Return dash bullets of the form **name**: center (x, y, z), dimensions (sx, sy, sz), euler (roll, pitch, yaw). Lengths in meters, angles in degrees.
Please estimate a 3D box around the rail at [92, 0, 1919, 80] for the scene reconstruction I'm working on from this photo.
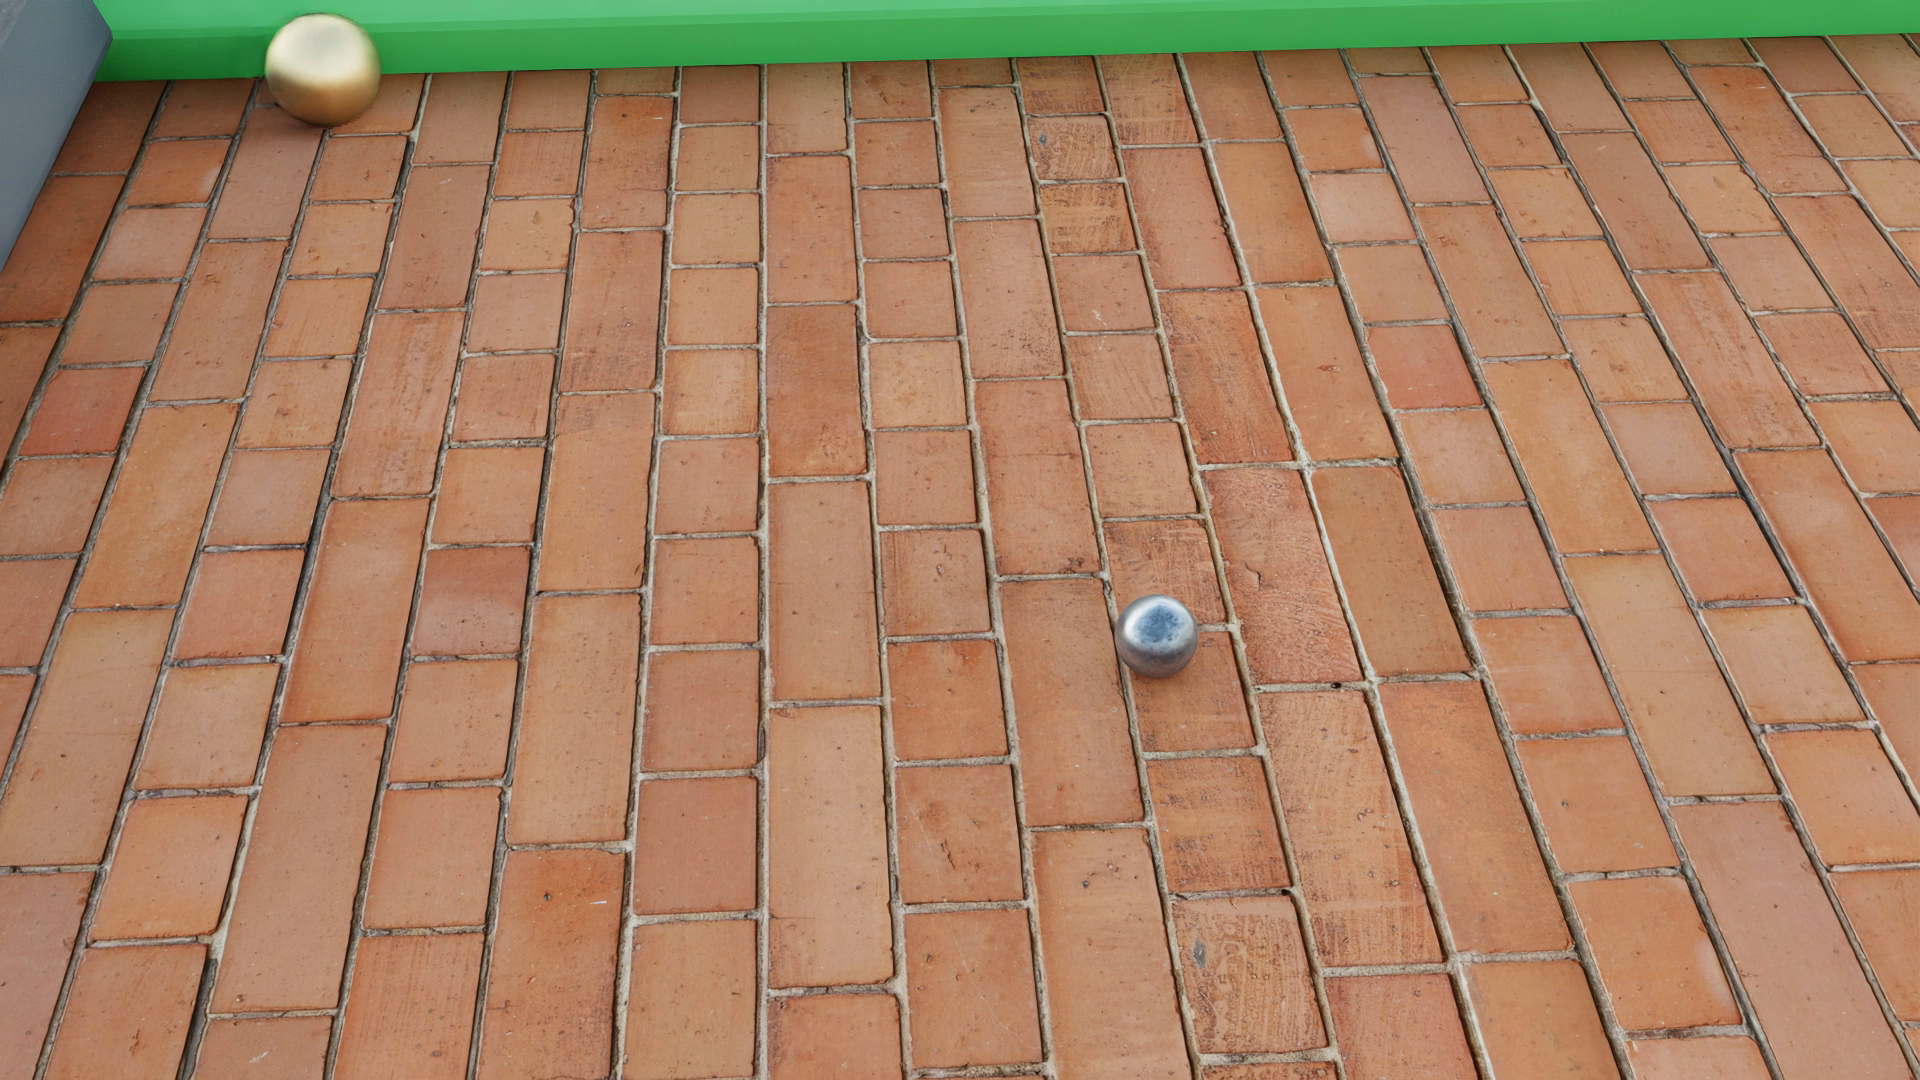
- **rail**: center (0.701, -0.513, 2.364), dimensions (3.004, 0.128, 0.045), euler (-2, 36, -3)

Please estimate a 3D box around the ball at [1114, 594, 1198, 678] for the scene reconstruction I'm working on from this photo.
- **ball**: center (0.125, 0.061, 1.633), dimensions (0.054, 0.054, 0.054), euler (0, 36, 0)

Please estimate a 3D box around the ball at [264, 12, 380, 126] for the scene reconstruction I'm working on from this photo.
- **ball**: center (-0.560, -0.413, 2.253), dimensions (0.099, 0.099, 0.099), euler (0, 36, 0)

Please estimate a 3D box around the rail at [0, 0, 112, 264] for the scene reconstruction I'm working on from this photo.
- **rail**: center (-0.726, 0.000, 1.652), dimensions (0.045, 0.128, 1.624), euler (-2, 36, -3)
